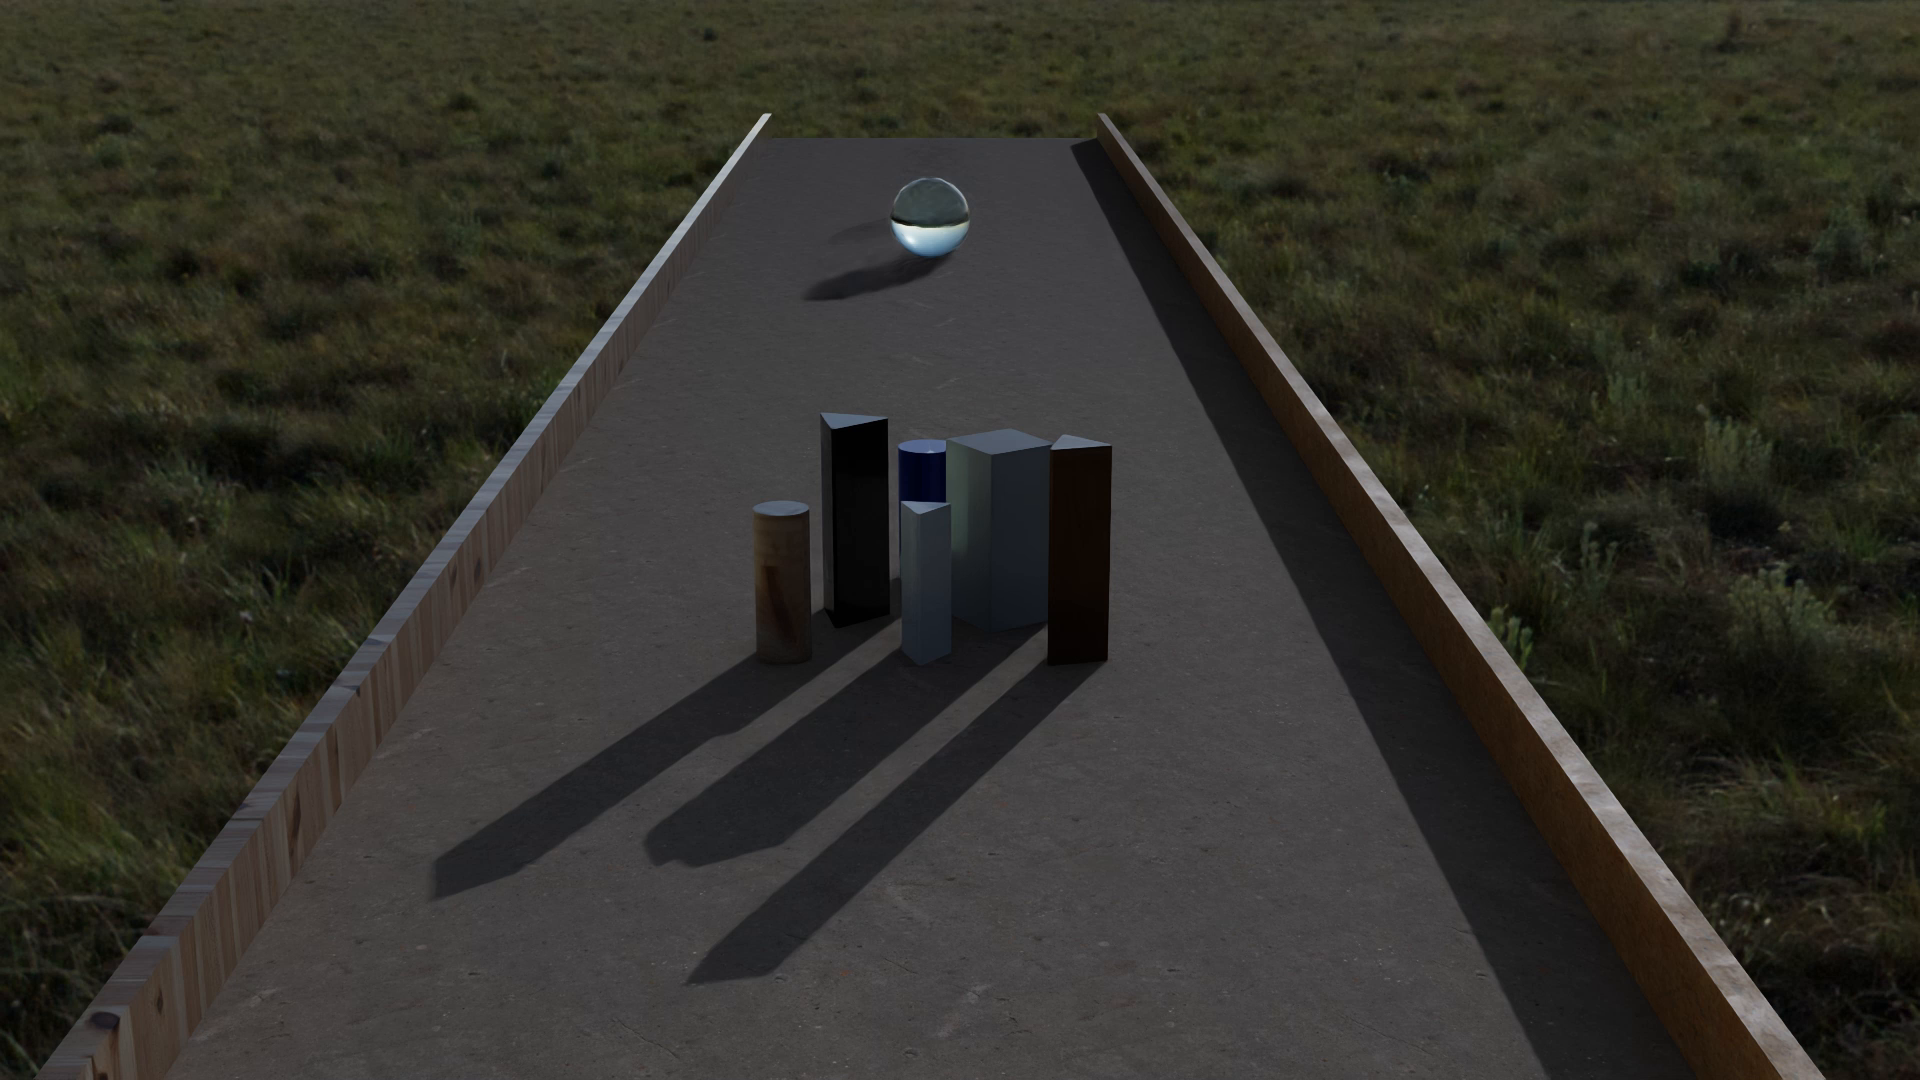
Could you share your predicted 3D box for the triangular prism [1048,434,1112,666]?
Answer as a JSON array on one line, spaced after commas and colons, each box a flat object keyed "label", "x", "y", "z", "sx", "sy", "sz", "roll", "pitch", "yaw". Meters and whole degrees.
[{"label": "triangular prism", "x": 0.222, "y": 0.018, "z": 4.387, "sx": 0.125, "sy": 0.444, "sz": 0.108, "roll": -5, "pitch": 17, "yaw": -15}]

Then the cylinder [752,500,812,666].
[{"label": "cylinder", "x": -0.354, "y": 0.086, "z": 4.393, "sx": 0.111, "sy": 0.311, "sz": 0.111, "roll": 0, "pitch": 17, "yaw": 0}]

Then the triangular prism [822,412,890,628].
[{"label": "triangular prism", "x": -0.248, "y": -0.048, "z": 4.636, "sx": 0.148, "sy": 0.429, "sz": 0.128, "roll": -15, "pitch": 22, "yaw": -40}]

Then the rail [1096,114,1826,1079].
[{"label": "rail", "x": 0.932, "y": -0.844, "z": 7.801, "sx": 0.050, "sy": 0.150, "sz": 12.000, "roll": 0, "pitch": 17, "yaw": -1}]

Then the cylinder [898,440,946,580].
[{"label": "cylinder", "x": -0.073, "y": -0.062, "z": 4.905, "sx": 0.127, "sy": 0.303, "sz": 0.127, "roll": 0, "pitch": 17, "yaw": 0}]

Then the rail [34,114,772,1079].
[{"label": "rail", "x": -1.118, "y": -0.838, "z": 7.780, "sx": 0.050, "sy": 0.150, "sz": 12.000, "roll": 0, "pitch": 17, "yaw": -1}]

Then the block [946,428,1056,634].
[{"label": "block", "x": 0.085, "y": -0.022, "z": 4.630, "sx": 0.165, "sy": 0.383, "sz": 0.165, "roll": -11, "pitch": 20, "yaw": -32}]

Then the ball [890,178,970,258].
[{"label": "ball", "x": -0.124, "y": -1.341, "z": 9.153, "sx": 0.333, "sy": 0.333, "sz": 0.333, "roll": 0, "pitch": 17, "yaw": 0}]

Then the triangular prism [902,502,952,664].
[{"label": "triangular prism", "x": -0.083, "y": 0.081, "z": 4.405, "sx": 0.086, "sy": 0.314, "sz": 0.100, "roll": 13, "pitch": 21, "yaw": 37}]
